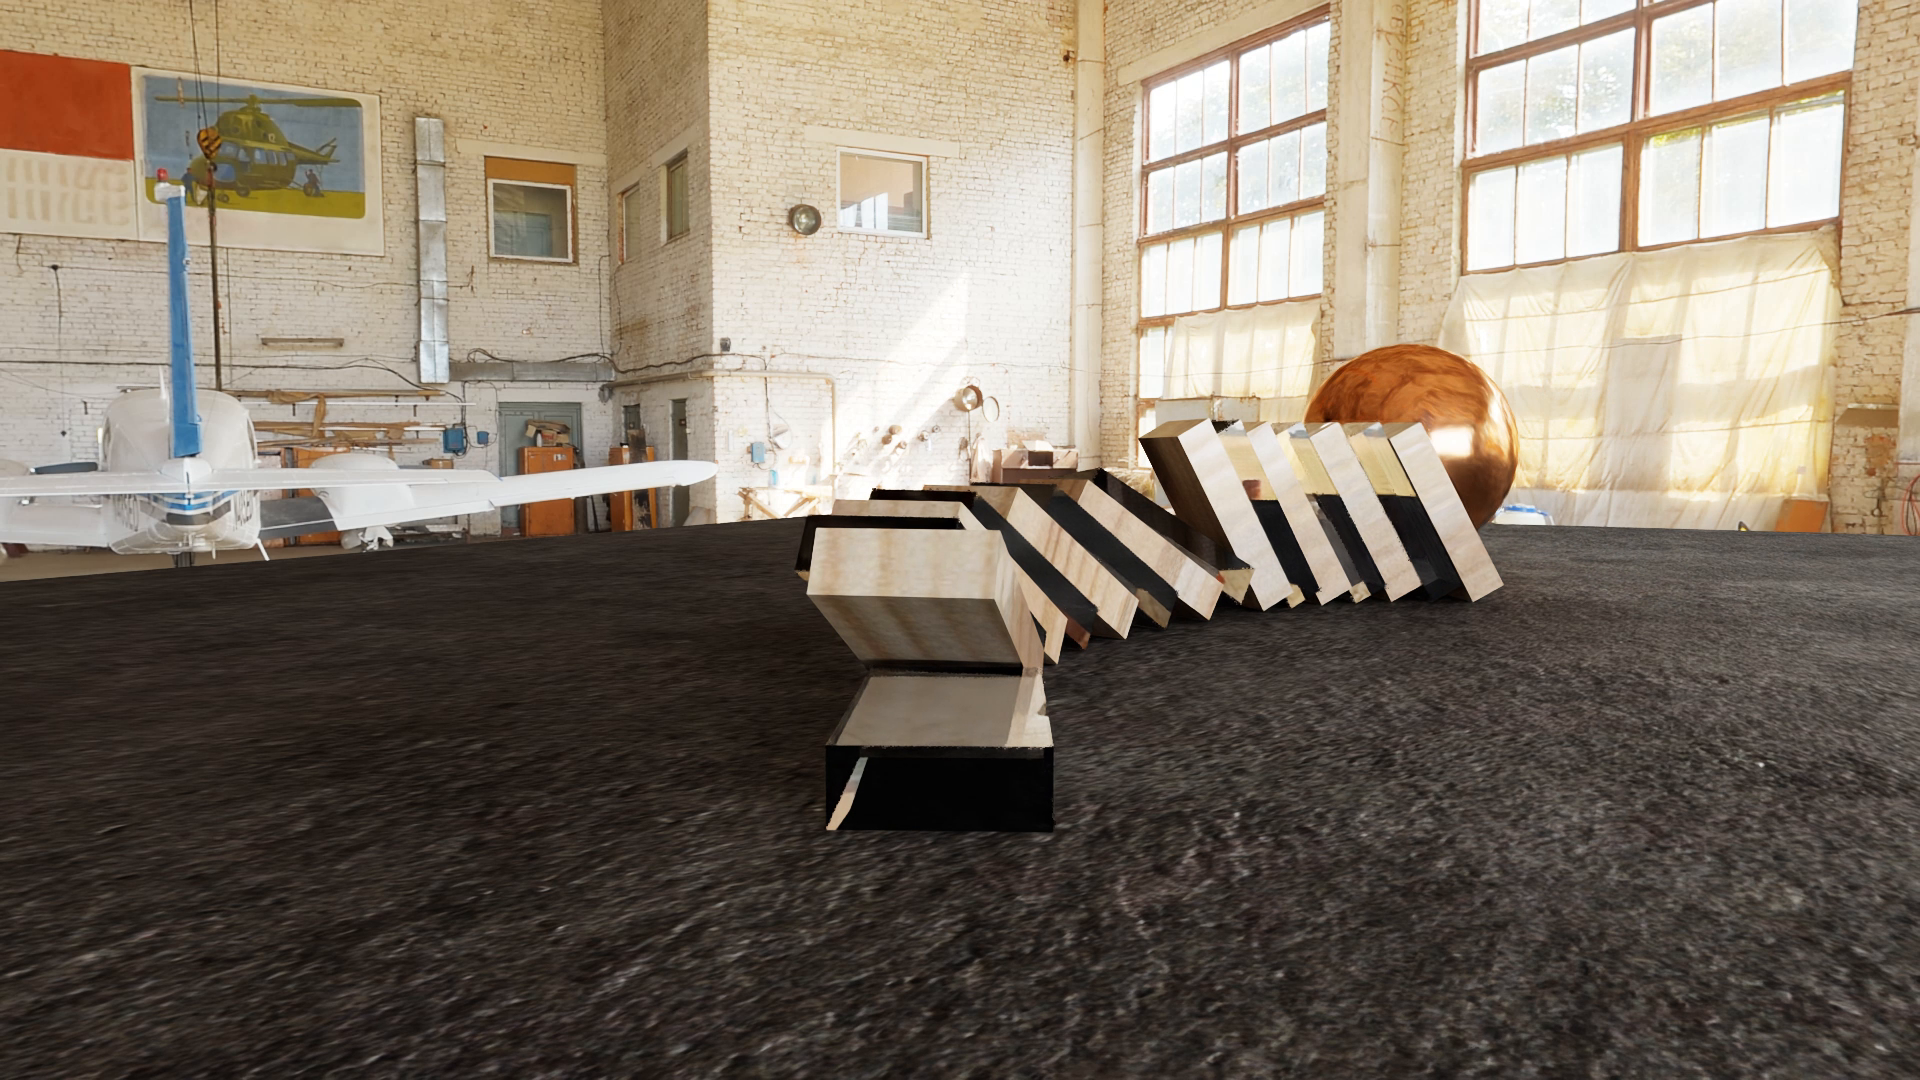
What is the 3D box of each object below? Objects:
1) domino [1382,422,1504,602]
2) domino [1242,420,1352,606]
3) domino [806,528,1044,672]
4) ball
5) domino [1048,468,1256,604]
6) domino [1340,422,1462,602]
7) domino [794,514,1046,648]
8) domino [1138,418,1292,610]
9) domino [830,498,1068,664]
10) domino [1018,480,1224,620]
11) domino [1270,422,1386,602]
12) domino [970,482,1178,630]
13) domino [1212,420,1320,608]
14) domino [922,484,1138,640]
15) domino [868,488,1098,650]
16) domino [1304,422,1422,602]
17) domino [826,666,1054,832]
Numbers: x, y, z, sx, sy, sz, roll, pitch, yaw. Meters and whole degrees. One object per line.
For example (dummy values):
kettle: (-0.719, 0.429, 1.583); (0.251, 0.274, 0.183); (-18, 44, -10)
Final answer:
domino: (0.130, -0.008, 0.356); (0.010, 0.050, 0.025); (-29, 5, -1)
domino: (0.086, -0.008, 0.348); (0.010, 0.050, 0.025); (-29, 8, -5)
domino: (-0.003, 0.013, 0.190); (0.025, 0.010, 0.050); (1, -23, 11)
ball: (0.168, -0.034, 0.486); (0.080, 0.080, 0.080); (0, 4, 0)
domino: (0.046, 0.000, 0.319); (0.050, 0.009, 0.025); (31, -15, -20)
domino: (0.119, -0.008, 0.356); (0.009, 0.050, 0.025); (-29, 5, -1)
domino: (-0.005, 0.011, 0.214); (0.025, 0.009, 0.050); (2, -23, 21)
domino: (0.066, -0.007, 0.333); (0.009, 0.050, 0.025); (-30, 10, -11)
domino: (-0.001, 0.008, 0.236); (0.025, 0.009, 0.050); (2, -25, 29)
domino: (0.037, 0.002, 0.305); (0.050, 0.010, 0.025); (34, -17, -31)
domino: (0.097, -0.008, 0.353); (0.010, 0.050, 0.025); (-29, 5, -1)
domino: (0.025, 0.004, 0.289); (0.025, 0.010, 0.050); (4, -25, 46)
domino: (0.075, -0.007, 0.340); (0.010, 0.050, 0.025); (-30, 11, -11)
domino: (0.014, 0.005, 0.273); (0.025, 0.010, 0.050); (4, -26, 41)
domino: (0.005, 0.006, 0.256); (0.025, 0.009, 0.050); (3, -26, 37)
domino: (0.108, -0.008, 0.356); (0.009, 0.050, 0.025); (-29, 5, -1)
domino: (-0.001, 0.025, 0.166); (0.025, 0.009, 0.050); (0, 4, 2)
